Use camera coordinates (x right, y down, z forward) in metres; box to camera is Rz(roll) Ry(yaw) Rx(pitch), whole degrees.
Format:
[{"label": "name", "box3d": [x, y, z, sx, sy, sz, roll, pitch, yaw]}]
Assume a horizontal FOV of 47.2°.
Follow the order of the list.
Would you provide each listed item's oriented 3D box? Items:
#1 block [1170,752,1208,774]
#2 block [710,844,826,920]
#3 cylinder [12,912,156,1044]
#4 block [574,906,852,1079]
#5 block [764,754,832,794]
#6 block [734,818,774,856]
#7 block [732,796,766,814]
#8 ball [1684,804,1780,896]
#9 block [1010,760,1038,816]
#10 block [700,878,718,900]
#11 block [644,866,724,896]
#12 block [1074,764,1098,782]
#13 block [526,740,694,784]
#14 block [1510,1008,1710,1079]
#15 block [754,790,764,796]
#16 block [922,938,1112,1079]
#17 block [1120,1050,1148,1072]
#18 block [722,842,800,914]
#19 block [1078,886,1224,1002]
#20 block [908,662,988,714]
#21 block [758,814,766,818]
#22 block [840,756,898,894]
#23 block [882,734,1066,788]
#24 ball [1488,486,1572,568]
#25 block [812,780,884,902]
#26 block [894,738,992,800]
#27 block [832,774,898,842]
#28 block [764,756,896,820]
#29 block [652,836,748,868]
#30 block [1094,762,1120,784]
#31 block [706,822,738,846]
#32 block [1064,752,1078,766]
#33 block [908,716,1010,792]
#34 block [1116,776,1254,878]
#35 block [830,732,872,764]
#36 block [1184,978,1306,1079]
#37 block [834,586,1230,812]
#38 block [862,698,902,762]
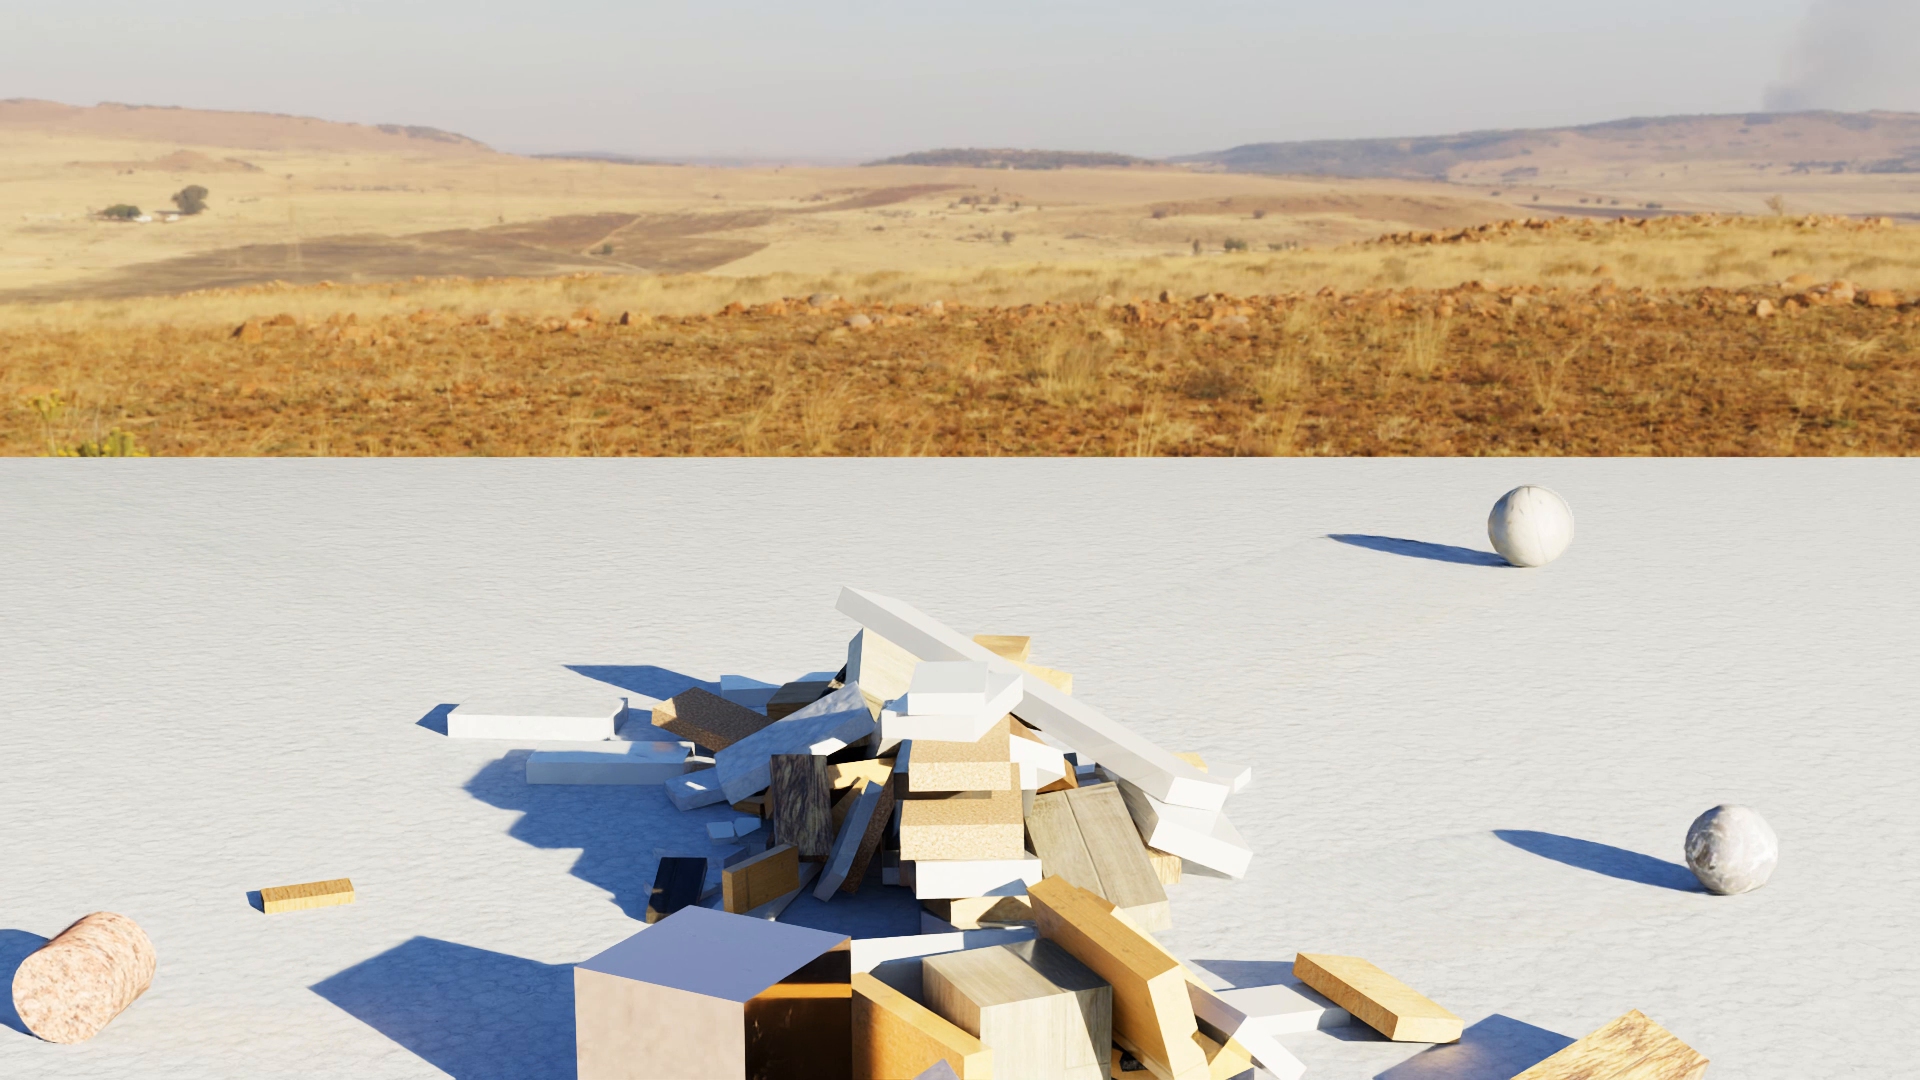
[{"label": "block", "box3d": [0.390, 0.422, 4.123, 0.134, 0.019, 0.067, 1, 19, -13]}, {"label": "block", "box3d": [-0.286, 0.549, 3.723, 0.091, 0.026, 0.553, 3, 15, 16]}, {"label": "cylinder", "box3d": [-1.240, 0.620, 3.120, 0.142, 0.142, 0.142, 1, 11, 4]}, {"label": "block", "box3d": [-0.305, 0.633, 2.760, 0.247, 0.247, 0.247, 5, 12, 27]}, {"label": "block", "box3d": [-0.126, 0.427, 4.038, 0.459, 0.095, 0.027, 2, 36, -10]}, {"label": "block", "box3d": [-0.373, 0.530, 3.936, 0.074, 0.021, 0.149, 1, 11, 4]}, {"label": "block", "box3d": [-0.334, 0.477, 3.986, 0.071, 0.020, 0.142, 3, 2, 42]}, {"label": "ball", "box3d": [1.284, 0.516, 3.661, 0.149, 0.149, 0.149, 0, 11, 0]}, {"label": "block", "box3d": [0.037, 0.411, 3.603, 0.165, 0.047, 0.330, -1, -15, 0]}, {"label": "block", "box3d": [-0.449, 0.568, 3.640, 0.090, 0.013, 0.045, 22, 26, 36]}, {"label": "block", "box3d": [-0.450, 0.578, 3.679, 0.142, 0.020, 0.071, -6, 12, -27]}, {"label": "block", "box3d": [0.106, 0.459, 4.188, 0.387, 0.014, 0.050, -4, 11, -22]}, {"label": "block", "box3d": [-0.690, 0.440, 4.355, 0.307, 0.043, 0.153, 0, 11, 1]}, {"label": "block", "box3d": [0.664, 0.735, 2.683, 0.831, 0.034, 0.119, -10, 36, -44]}, {"label": "block", "box3d": [-0.324, 0.480, 4.208, 0.137, 0.019, 0.068, -1, 11, -4]}, {"label": "block", "box3d": [0.072, 0.647, 2.857, 0.184, 0.184, 0.184, -5, 11, -23]}, {"label": "block", "box3d": [0.248, 0.655, 2.870, 0.054, 0.015, 0.108, -11, 16, 23]}, {"label": "block", "box3d": [-0.319, 0.545, 3.533, 0.021, 0.076, 0.151, 11, 18, 38]}, {"label": "block", "box3d": [0.263, 0.583, 3.083, 0.238, 0.034, 0.119, 43, -11, -19]}, {"label": "block", "box3d": [-0.016, 0.223, 3.331, 0.113, 0.032, 0.225, -1, 9, 2]}, {"label": "block", "box3d": [-0.343, 0.495, 4.064, 0.068, 0.019, 0.137, 1, 2, -13]}, {"label": "block", "box3d": [-0.127, 0.444, 3.630, 0.027, 0.301, 0.095, 23, 30, 0]}, {"label": "block", "box3d": [0.005, 0.427, 3.817, 0.165, 0.047, 0.330, 22, -39, -40]}, {"label": "ball", "box3d": [1.657, -0.038, 6.401, 0.238, 0.238, 0.238, 0, 11, 0]}, {"label": "block", "box3d": [-0.186, 0.499, 3.651, 0.027, 0.095, 0.190, 28, 50, -6]}, {"label": "block", "box3d": [-0.020, 0.338, 3.358, 0.144, 0.041, 0.287, -1, 9, 3]}, {"label": "block", "box3d": [-0.183, 0.479, 3.757, 0.076, 0.021, 0.151, 36, 64, 21]}, {"label": "block", "box3d": [-0.191, 0.433, 3.877, 0.288, 0.041, 0.144, -6, -23, -19]}, {"label": "block", "box3d": [-0.455, 0.547, 3.844, 0.148, 0.021, 0.074, 5, 12, 26]}, {"label": "block", "box3d": [0.353, 0.441, 4.128, 0.182, 0.026, 0.091, 0, 19, -14]}, {"label": "block", "box3d": [-0.422, 0.520, 3.898, 0.045, 0.013, 0.090, -3, 11, -14]}, {"label": "block", "box3d": [0.131, 0.435, 4.259, 0.093, 0.026, 0.186, -2, -8, -39]}, {"label": "block", "box3d": [0.002, 0.313, 3.251, 0.144, 0.041, 0.287, -1, 9, 1]}, {"label": "block", "box3d": [0.390, 0.492, 3.872, 0.173, 0.049, 0.346, 21, 7, -8]}, {"label": "block", "box3d": [-0.134, 0.368, 3.957, 0.190, 0.027, 0.095, -7, -25, -15]}, {"label": "block", "box3d": [0.297, 0.606, 2.880, 0.112, 0.032, 0.429, 43, -11, -20]}, {"label": "block", "box3d": [0.116, 0.289, 4.173, 0.910, 0.049, 0.173, 28, 7, 41]}, {"label": "block", "box3d": [-0.080, 0.347, 3.857, 0.144, 0.041, 0.297, -7, -25, -15]}]
